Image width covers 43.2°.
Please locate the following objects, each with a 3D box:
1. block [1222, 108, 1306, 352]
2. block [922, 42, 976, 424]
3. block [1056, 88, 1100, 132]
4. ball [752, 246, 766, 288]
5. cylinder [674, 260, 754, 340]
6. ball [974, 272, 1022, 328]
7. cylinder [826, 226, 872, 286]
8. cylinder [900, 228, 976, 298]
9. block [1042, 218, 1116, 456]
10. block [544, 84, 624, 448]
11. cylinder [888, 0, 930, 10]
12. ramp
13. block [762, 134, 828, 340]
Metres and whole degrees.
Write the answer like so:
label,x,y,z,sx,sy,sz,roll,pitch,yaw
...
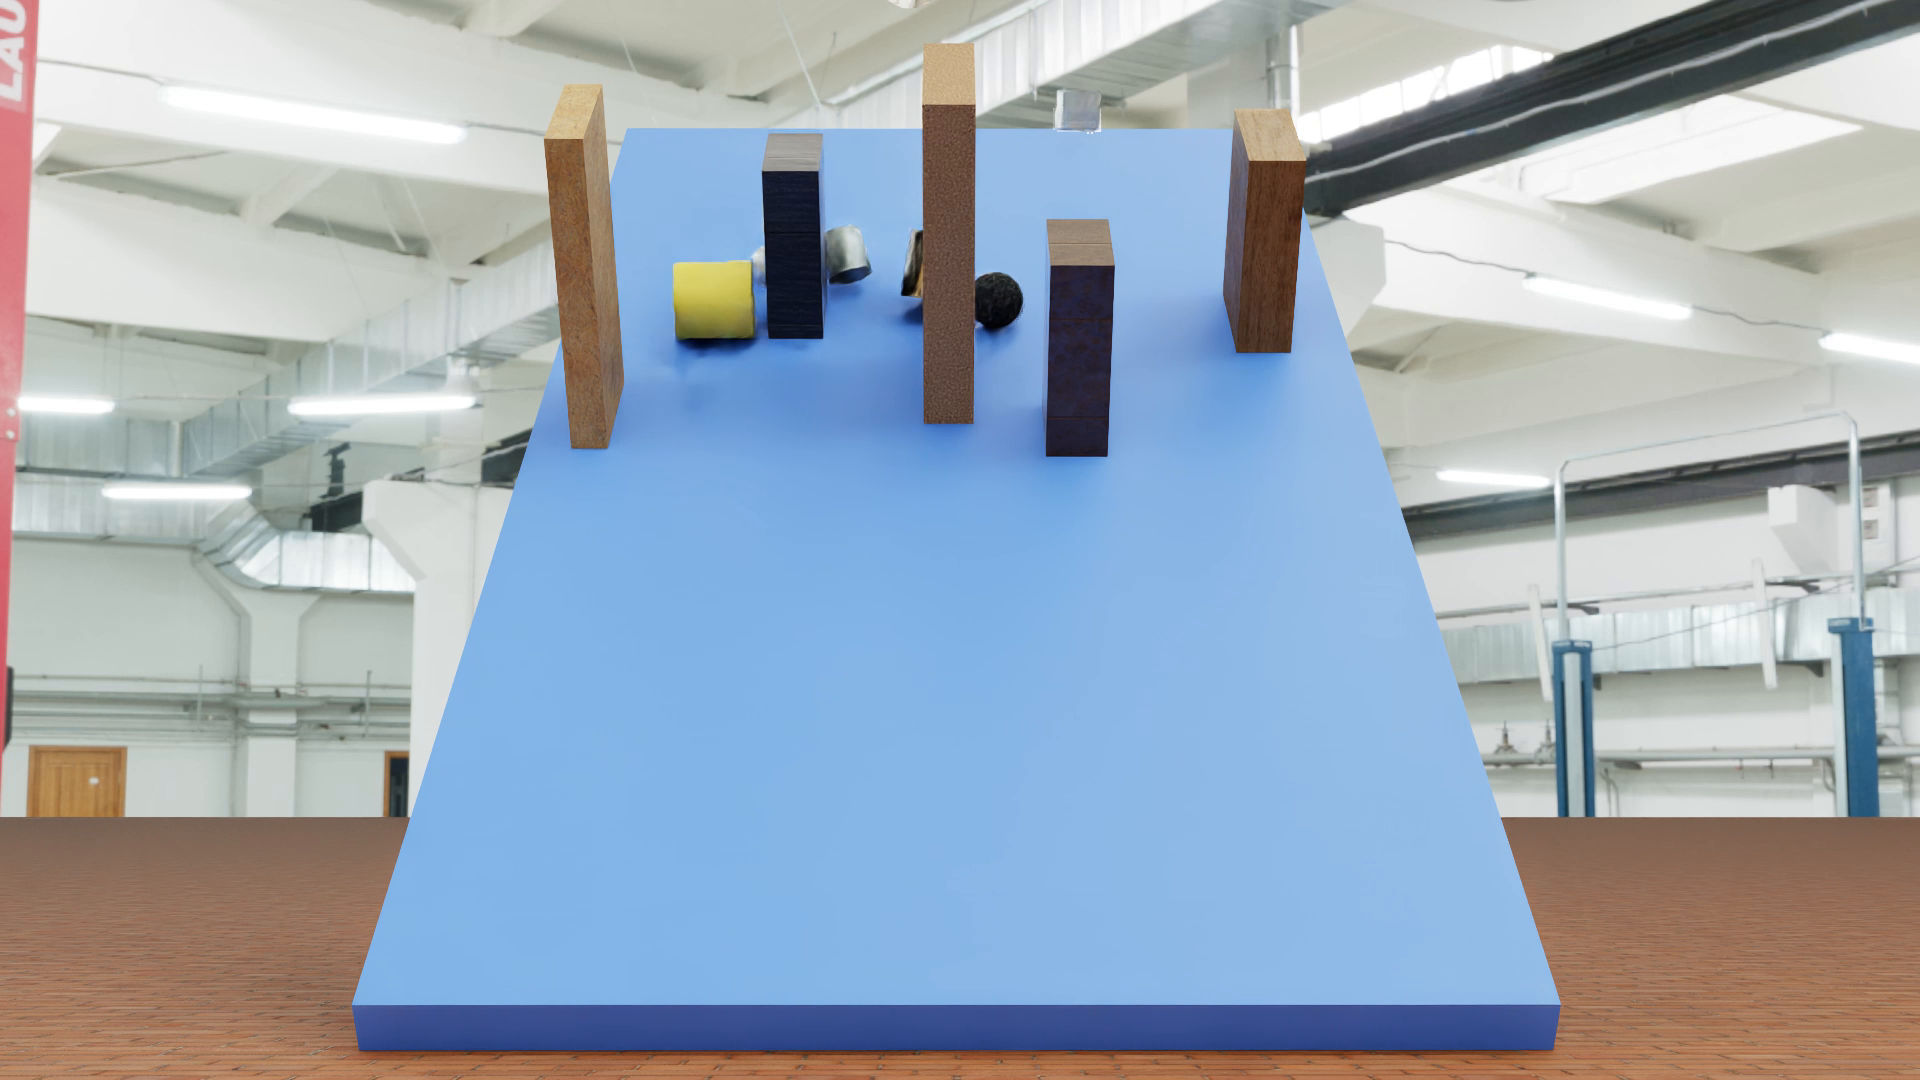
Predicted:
label,x,y,z,sx,sy,sz,roll,pitch,yaw
block,0.766,-0.785,6.138,0.138,0.515,0.355,0,31,0
block,-0.027,-0.726,5.754,0.120,0.799,0.411,0,31,0
block,0.353,-1.290,7.276,0.112,0.112,0.112,2,6,-8
ball,-0.496,-0.724,6.416,0.120,0.120,0.120,0,-6,0
cylinder,-0.622,-0.608,6.144,0.194,0.194,0.194,-2,-6,-3
ball,0.090,-0.616,6.214,0.142,0.142,0.142,0,-6,0
cylinder,-0.306,-0.754,6.415,0.120,0.120,0.120,-15,-11,-3
cylinder,-0.057,-0.707,6.279,0.173,0.173,0.173,9,5,-1
block,0.272,-0.469,5.630,0.144,0.485,0.261,0,31,0
block,-0.866,-0.631,5.621,0.085,0.766,0.344,0,31,0
cylinder,-0.144,-1.752,7.378,0.192,0.192,0.192,2,-22,-14
ramp,-0.014,-0.205,5.756,2.000,0.100,4.000,0,31,0
block,-0.418,-0.773,6.169,0.140,0.456,0.255,0,31,0
